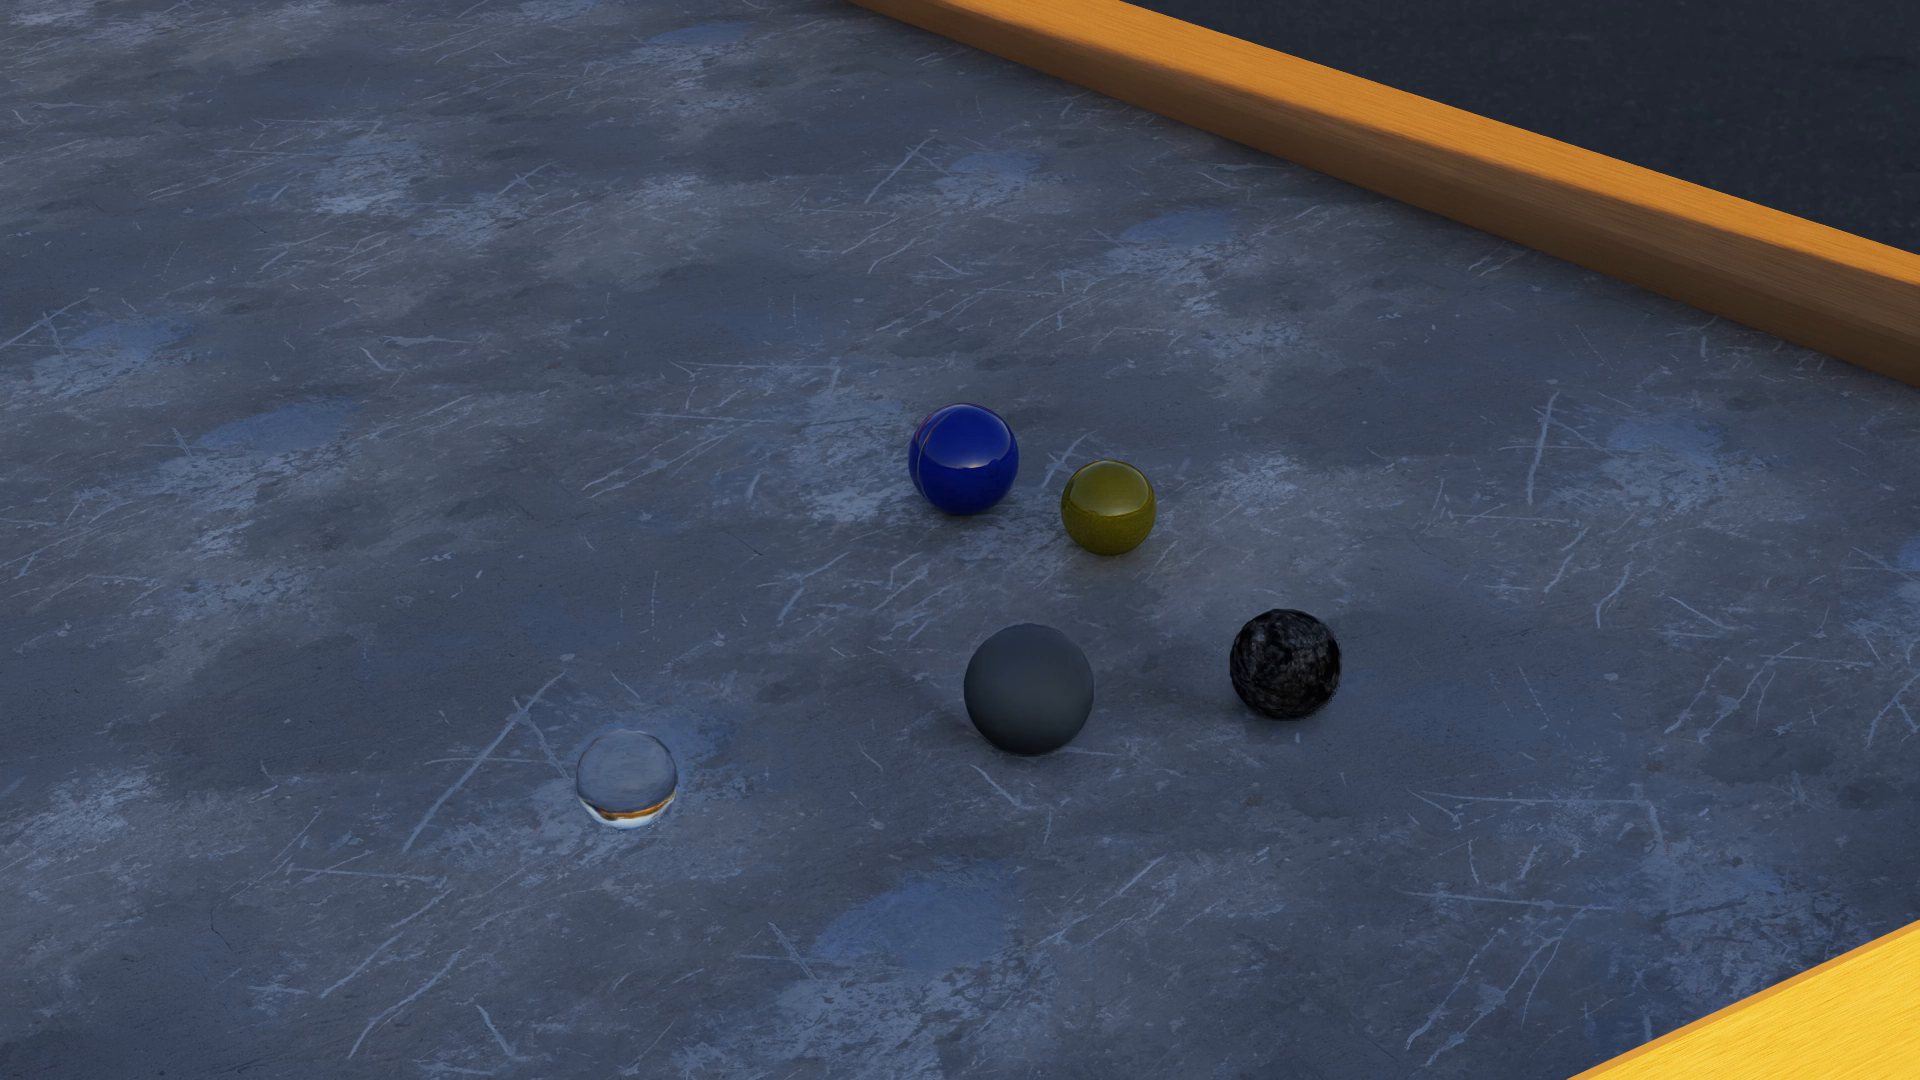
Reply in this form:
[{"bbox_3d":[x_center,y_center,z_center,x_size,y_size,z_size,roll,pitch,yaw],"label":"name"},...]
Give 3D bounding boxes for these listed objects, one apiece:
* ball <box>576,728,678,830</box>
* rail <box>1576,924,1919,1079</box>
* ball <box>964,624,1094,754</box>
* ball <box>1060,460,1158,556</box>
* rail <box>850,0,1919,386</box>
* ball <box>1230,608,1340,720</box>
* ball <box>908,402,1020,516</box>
[{"bbox_3d":[-0.216,0.155,1.905,0.066,0.066,0.066,0,24,0],"label":"ball"},{"bbox_3d":[0.473,0.260,1.601,1.922,0.118,0.045,-16,28,-31],"label":"rail"},{"bbox_3d":[0.047,0.101,1.999,0.089,0.089,0.089,0,24,0],"label":"ball"},{"bbox_3d":[0.116,-0.025,2.302,0.076,0.076,0.076,0,24,0],"label":"ball"},{"bbox_3d":[0.285,-0.516,3.361,0.045,0.118,3.428,-16,28,-31],"label":"rail"},{"bbox_3d":[0.226,0.086,2.048,0.077,0.077,0.077,0,24,0],"label":"ball"},{"bbox_3d":[0.003,-0.065,2.375,0.091,0.091,0.091,0,24,0],"label":"ball"}]
